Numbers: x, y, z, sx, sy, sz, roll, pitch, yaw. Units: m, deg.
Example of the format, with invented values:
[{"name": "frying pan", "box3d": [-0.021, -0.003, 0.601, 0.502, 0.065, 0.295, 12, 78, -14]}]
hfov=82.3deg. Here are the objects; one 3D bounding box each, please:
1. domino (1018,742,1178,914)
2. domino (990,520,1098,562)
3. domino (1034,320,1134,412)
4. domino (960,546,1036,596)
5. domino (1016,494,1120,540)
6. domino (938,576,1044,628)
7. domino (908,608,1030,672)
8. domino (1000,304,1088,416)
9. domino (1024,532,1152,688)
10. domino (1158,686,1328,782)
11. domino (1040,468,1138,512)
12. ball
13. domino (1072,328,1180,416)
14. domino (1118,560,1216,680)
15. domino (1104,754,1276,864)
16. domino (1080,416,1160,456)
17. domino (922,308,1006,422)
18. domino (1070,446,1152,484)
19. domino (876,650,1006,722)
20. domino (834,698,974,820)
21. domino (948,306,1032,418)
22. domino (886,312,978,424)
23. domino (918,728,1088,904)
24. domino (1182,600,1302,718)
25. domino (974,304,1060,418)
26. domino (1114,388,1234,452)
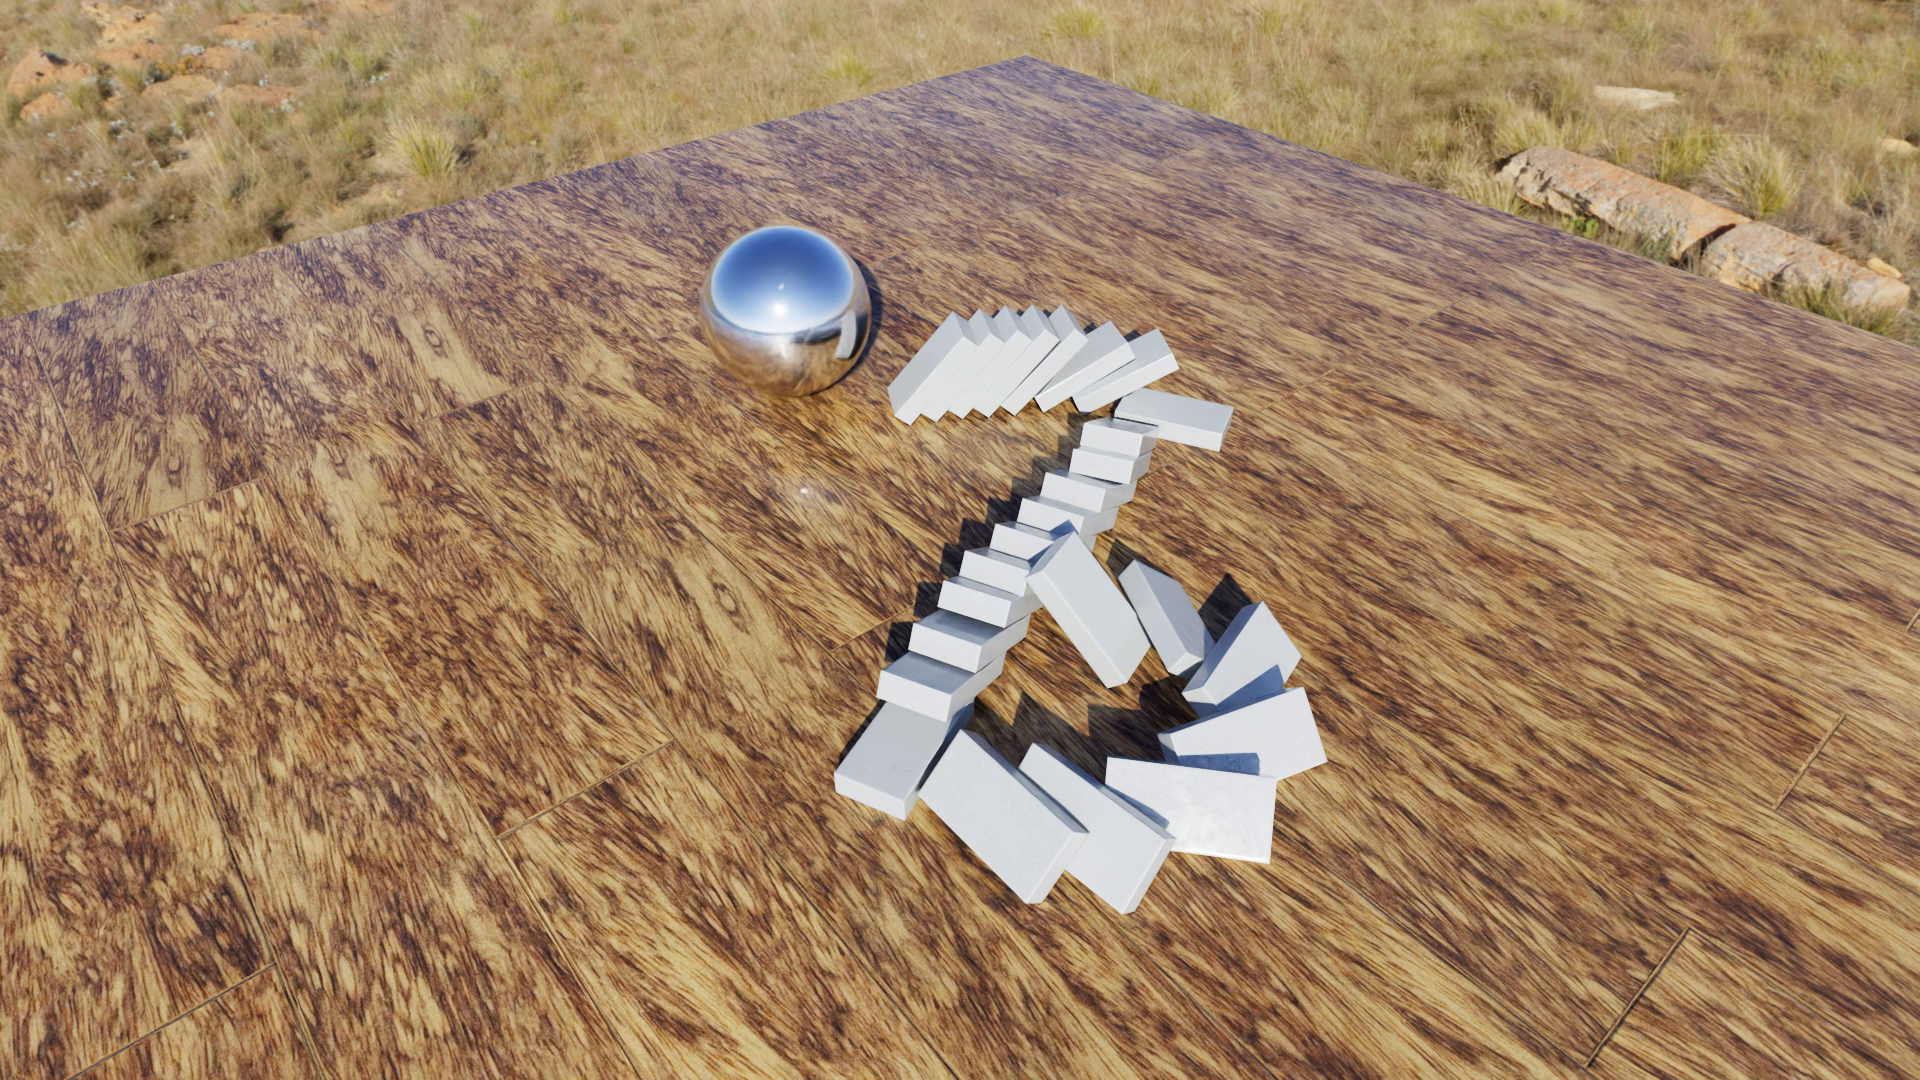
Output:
[{"name": "domino", "box3d": [0.036, 0.085, 0.328, 0.050, 0.025, 0.009, 32, 6, 33]}, {"name": "domino", "box3d": [0.033, 0.000, 0.423, 0.025, 0.010, 0.050, 18, 11, 21]}, {"name": "domino", "box3d": [0.056, -0.083, 0.527, 0.050, 0.010, 0.025, -30, 38, 7]}, {"name": "domino", "box3d": [0.022, 0.010, 0.409, 0.025, 0.009, 0.050, 17, 10, 21]}, {"name": "domino", "box3d": [0.044, -0.010, 0.437, 0.025, 0.010, 0.050, 18, 13, 21]}, {"name": "domino", "box3d": [0.013, 0.020, 0.399, 0.025, 0.009, 0.050, 17, 10, 17]}, {"name": "domino", "box3d": [0.004, 0.032, 0.387, 0.025, 0.009, 0.050, 17, 15, 20]}, {"name": "domino", "box3d": [0.037, -0.085, 0.521, 0.010, 0.050, 0.025, 31, 25, -33]}, {"name": "domino", "box3d": [0.046, 0.025, 0.387, 0.010, 0.050, 0.025, -27, 15, 47]}, {"name": "domino", "box3d": [0.090, 0.066, 0.351, 0.050, 0.009, 0.025, -15, 85, -18]}, {"name": "domino", "box3d": [0.054, -0.022, 0.452, 0.025, 0.009, 0.050, 18, 14, 20]}, {"name": "ball", "box3d": [-0.082, -0.108, 0.519, 0.080, 0.080, 0.080, 0, 39, 0]}, {"name": "domino", "box3d": [0.076, -0.080, 0.525, 0.050, 0.009, 0.025, -26, 39, 11]}, {"name": "domino", "box3d": [0.077, 0.030, 0.396, 0.025, 0.009, 0.050, 24, 28, -32]}, {"name": "domino", "box3d": [0.068, 0.081, 0.333, 0.050, 0.009, 0.025, 6, 85, 7]}, {"name": "domino", "box3d": [0.071, -0.046, 0.481, 0.025, 0.009, 0.050, 13, 13, 16]}, {"name": "domino", "box3d": [-0.001, -0.082, 0.516, 0.009, 0.050, 0.025, 29, 27, -32]}, {"name": "domino", "box3d": [0.065, -0.034, 0.467, 0.025, 0.009, 0.050, 13, 13, 16]}, {"name": "domino", "box3d": [-0.005, 0.045, 0.373, 0.025, 0.009, 0.050, 17, 18, 19]}, {"name": "domino", "box3d": [-0.017, 0.066, 0.362, 0.025, 0.009, 0.050, 17, 42, 20]}, {"name": "domino", "box3d": [0.011, -0.084, 0.518, 0.010, 0.050, 0.025, 29, 26, -32]}, {"name": "domino", "box3d": [-0.013, -0.080, 0.514, 0.009, 0.050, 0.025, 29, 27, -32]}, {"name": "domino", "box3d": [0.012, 0.082, 0.331, 0.050, 0.025, 0.009, 37, 7, 36]}, {"name": "domino", "box3d": [0.097, 0.046, 0.376, 0.025, 0.010, 0.050, 53, 50, -7]}, {"name": "domino", "box3d": [0.024, -0.084, 0.519, 0.009, 0.050, 0.025, 29, 27, -32]}, {"name": "domino", "box3d": [0.100, -0.057, 0.513, 0.050, 0.009, 0.025, 15, 42, 17]}]
